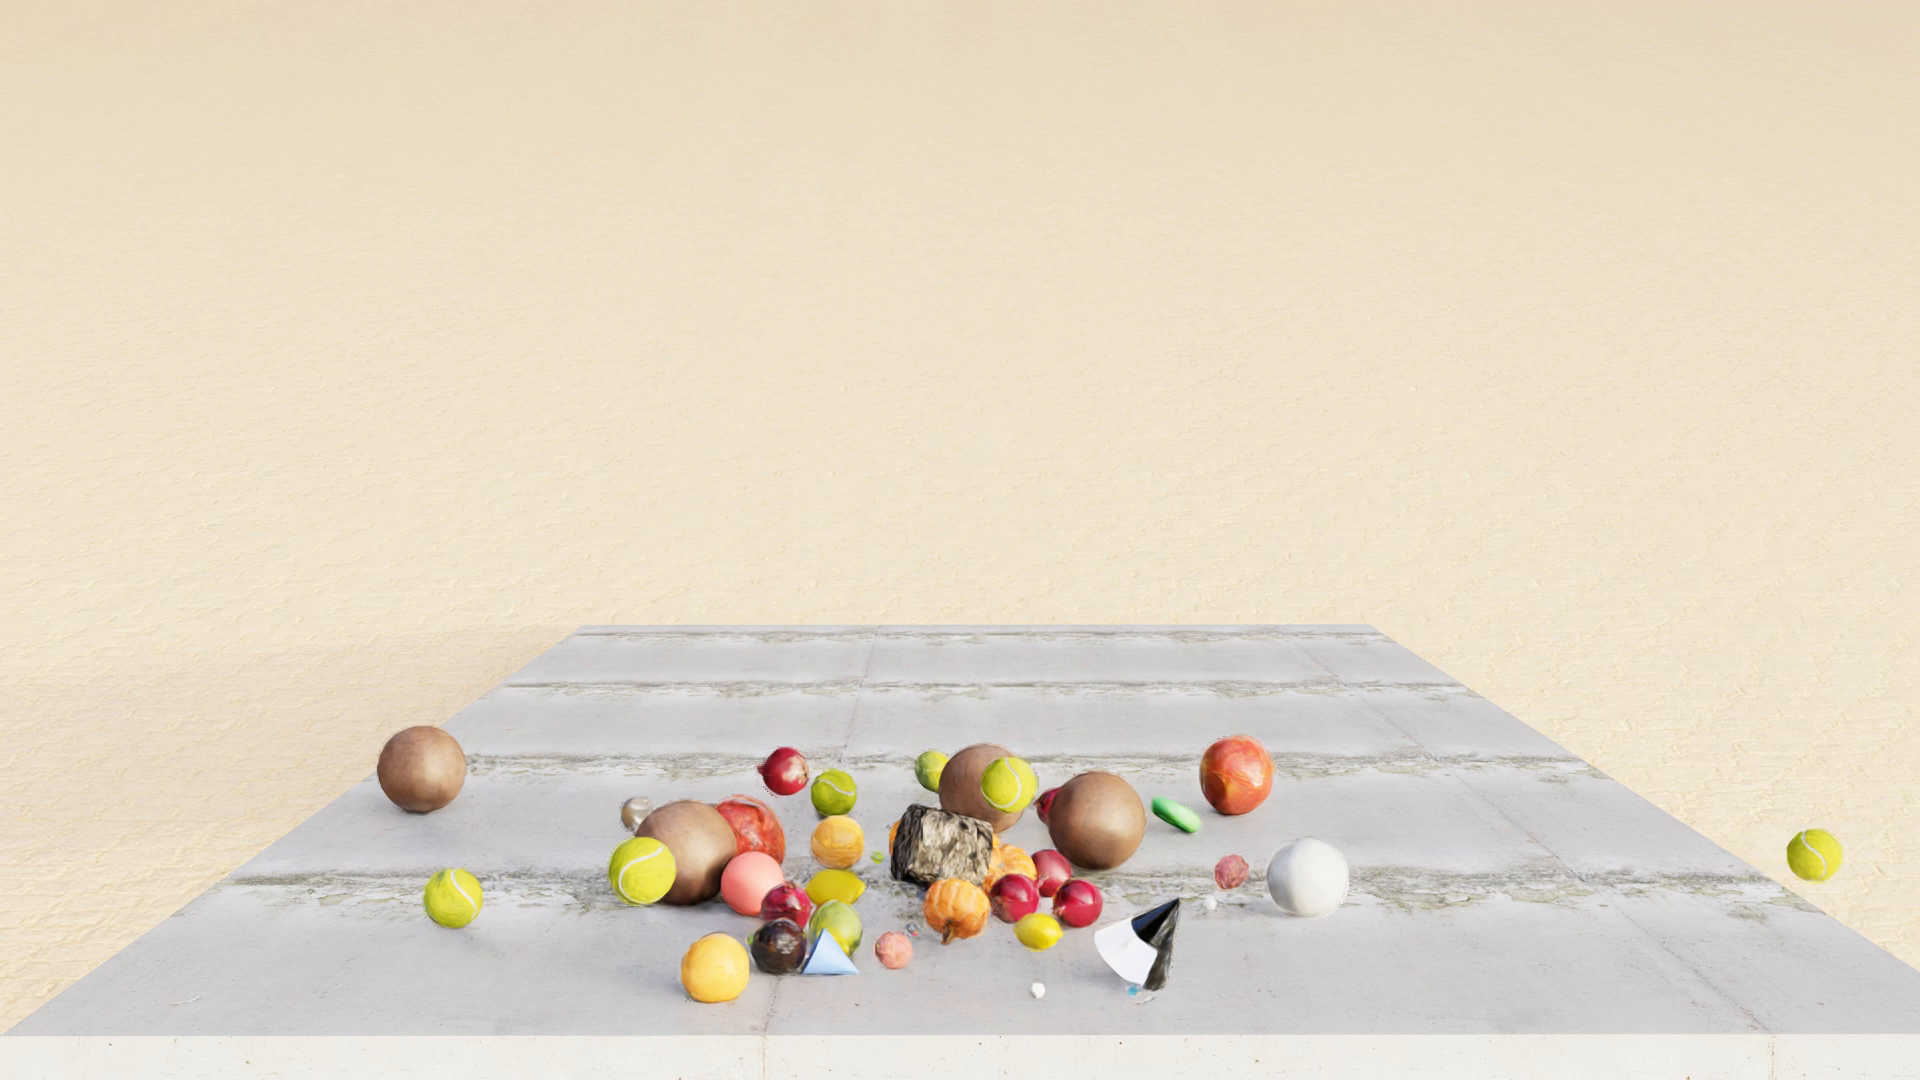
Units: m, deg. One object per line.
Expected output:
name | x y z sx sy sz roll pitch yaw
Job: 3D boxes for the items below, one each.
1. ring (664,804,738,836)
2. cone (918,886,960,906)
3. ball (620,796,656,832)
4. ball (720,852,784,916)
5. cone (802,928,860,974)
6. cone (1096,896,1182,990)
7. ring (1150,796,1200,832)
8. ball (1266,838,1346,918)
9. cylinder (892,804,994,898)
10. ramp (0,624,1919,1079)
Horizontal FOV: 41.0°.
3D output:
ring | -0.368 0.397 3.647 0.104 0.035 0.104 1 3 0
cone | -0.027 0.408 3.155 0.060 0.060 0.060 -7 26 4
ball | -0.457 0.390 3.644 0.050 0.050 0.050 0 19 0
ball | -0.250 0.414 3.088 0.077 0.077 0.077 0 19 0
cone | -0.135 0.460 2.797 0.057 0.057 0.057 26 20 -3
cone | 0.208 0.411 2.725 0.094 0.094 0.094 30 24 -14
ring | 0.305 0.388 3.633 0.077 0.026 0.077 29 -10 6
ball | 0.416 0.405 3.077 0.096 0.096 0.096 0 19 0
cylinder | -0.021 0.368 3.039 0.092 0.092 0.092 16 15 -17
ramp | 0.045 0.403 4.539 2.000 0.100 4.000 0 4 0
